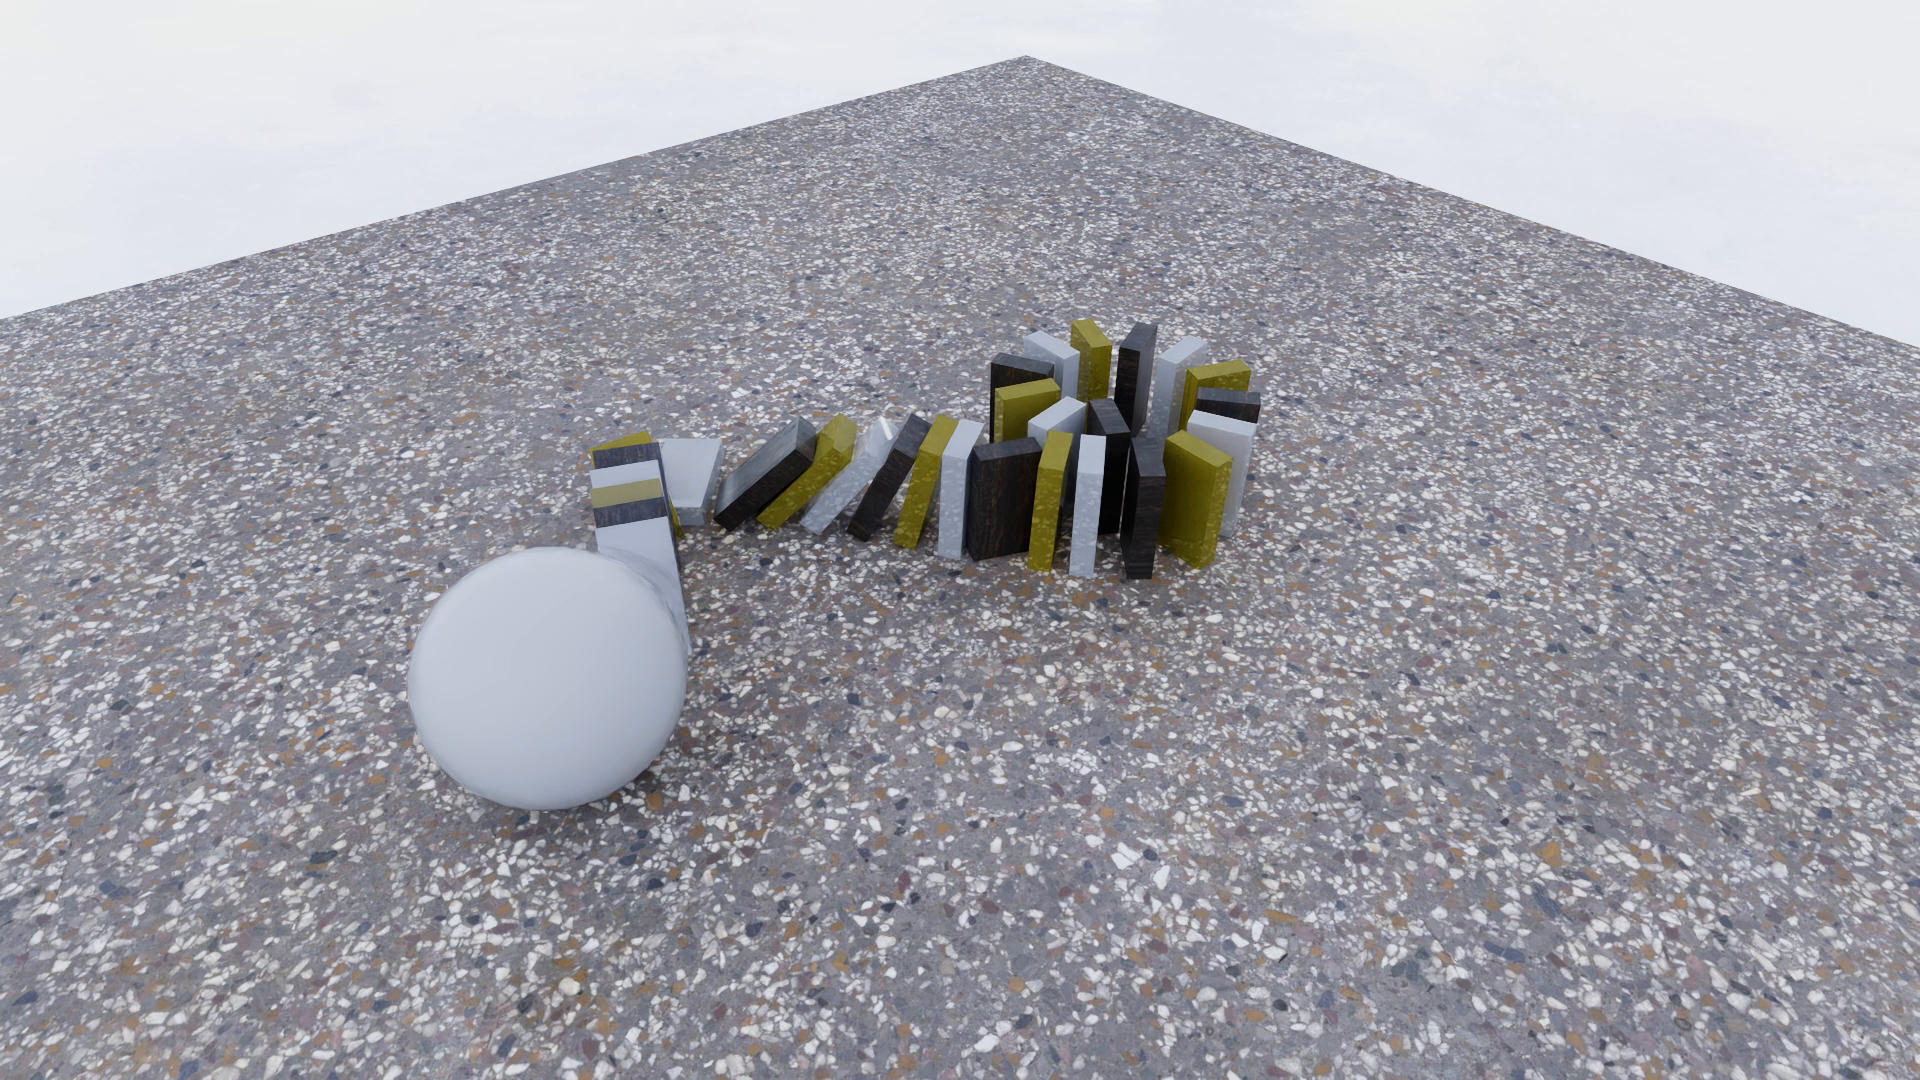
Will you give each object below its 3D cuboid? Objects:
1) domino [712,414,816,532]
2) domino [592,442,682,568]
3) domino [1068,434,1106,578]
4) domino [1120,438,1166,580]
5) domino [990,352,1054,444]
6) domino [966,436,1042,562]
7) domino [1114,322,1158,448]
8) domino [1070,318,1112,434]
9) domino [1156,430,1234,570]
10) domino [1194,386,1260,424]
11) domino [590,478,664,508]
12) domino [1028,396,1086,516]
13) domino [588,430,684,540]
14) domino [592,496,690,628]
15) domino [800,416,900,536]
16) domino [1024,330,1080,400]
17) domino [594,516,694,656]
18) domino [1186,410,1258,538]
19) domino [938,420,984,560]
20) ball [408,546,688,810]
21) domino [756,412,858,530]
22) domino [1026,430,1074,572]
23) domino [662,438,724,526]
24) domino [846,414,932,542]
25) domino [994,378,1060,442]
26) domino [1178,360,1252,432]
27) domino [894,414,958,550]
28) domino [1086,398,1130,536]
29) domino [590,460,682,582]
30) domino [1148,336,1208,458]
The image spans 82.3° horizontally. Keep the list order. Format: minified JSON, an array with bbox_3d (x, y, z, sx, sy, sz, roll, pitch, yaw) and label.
[{"bbox_3d":[-0.080,-0.027,0.452,0.050,0.009,0.025,-36,33,24],"label":"domino"},{"bbox_3d":[-0.126,-0.011,0.429,0.025,0.050,0.009,-10,2,-12],"label":"domino"},{"bbox_3d":[0.049,-0.013,0.427,0.010,0.050,0.025,5,40,6],"label":"domino"},{"bbox_3d":[0.070,-0.012,0.426,0.009,0.050,0.025,0,39,0],"label":"domino"},{"bbox_3d":[0.026,-0.055,0.479,0.025,0.050,0.010,15,42,18],"label":"domino"},{"bbox_3d":[0.017,-0.015,0.430,0.025,0.050,0.009,-10,43,-15],"label":"domino"},{"bbox_3d":[0.078,-0.070,0.497,0.009,0.050,0.025,17,42,19],"label":"domino"},{"bbox_3d":[0.058,-0.072,0.499,0.010,0.050,0.025,-10,40,-12],"label":"domino"},{"bbox_3d":[0.090,-0.015,0.430,0.009,0.050,0.025,-28,47,-30],"label":"domino"},{"bbox_3d":[0.108,-0.039,0.459,0.025,0.050,0.009,7,40,8],"label":"domino"},{"bbox_3d":[-0.120,0.004,0.411,0.025,0.050,0.010,-11,2,-13],"label":"domino"},{"bbox_3d":[0.038,-0.031,0.449,0.009,0.050,0.025,30,48,31],"label":"domino"},{"bbox_3d":[-0.133,-0.019,0.450,0.025,0.010,0.050,-20,62,-11],"label":"domino"},{"bbox_3d":[-0.116,0.011,0.402,0.025,0.050,0.010,-11,2,-13],"label":"domino"},{"bbox_3d":[-0.045,-0.026,0.446,0.010,0.050,0.025,35,38,-15],"label":"domino"},{"bbox_3d":[0.040,-0.065,0.491,0.009,0.050,0.025,-28,47,-29],"label":"domino"},{"bbox_3d":[-0.113,0.018,0.393,0.025,0.050,0.009,-11,2,-13],"label":"domino"},{"bbox_3d":[0.102,-0.026,0.443,0.025,0.050,0.010,16,42,19],"label":"domino"},{"bbox_3d":[0.000,-0.019,0.435,0.010,0.050,0.025,13,41,11],"label":"domino"},{"bbox_3d":[-0.124,0.042,0.337,0.080,0.080,0.080,0,39,0],"label":"ball"},{"bbox_3d":[-0.063,-0.028,0.451,0.010,0.050,0.025,37,31,-25],"label":"domino"},{"bbox_3d":[0.035,-0.015,0.429,0.009,0.050,0.025,10,40,8],"label":"domino"},{"bbox_3d":[-0.119,-0.026,0.475,0.025,0.010,0.050,0,39,0],"label":"domino"},{"bbox_3d":[-0.029,-0.025,0.442,0.010,0.050,0.025,29,41,-7],"label":"domino"},{"bbox_3d":[0.028,-0.042,0.463,0.025,0.050,0.010,-13,41,-15],"label":"domino"},{"bbox_3d":[0.108,-0.052,0.475,0.025,0.050,0.010,-12,41,-14],"label":"domino"},{"bbox_3d":[-0.013,-0.023,0.438,0.009,0.050,0.025,21,42,3],"label":"domino"},{"bbox_3d":[0.059,-0.030,0.448,0.010,0.050,0.025,-7,40,-8],"label":"domino"},{"bbox_3d":[-0.123,-0.004,0.420,0.025,0.050,0.009,-11,2,-13],"label":"domino"},{"bbox_3d":[0.096,-0.063,0.488,0.010,0.050,0.025,29,47,30],"label":"domino"}]
